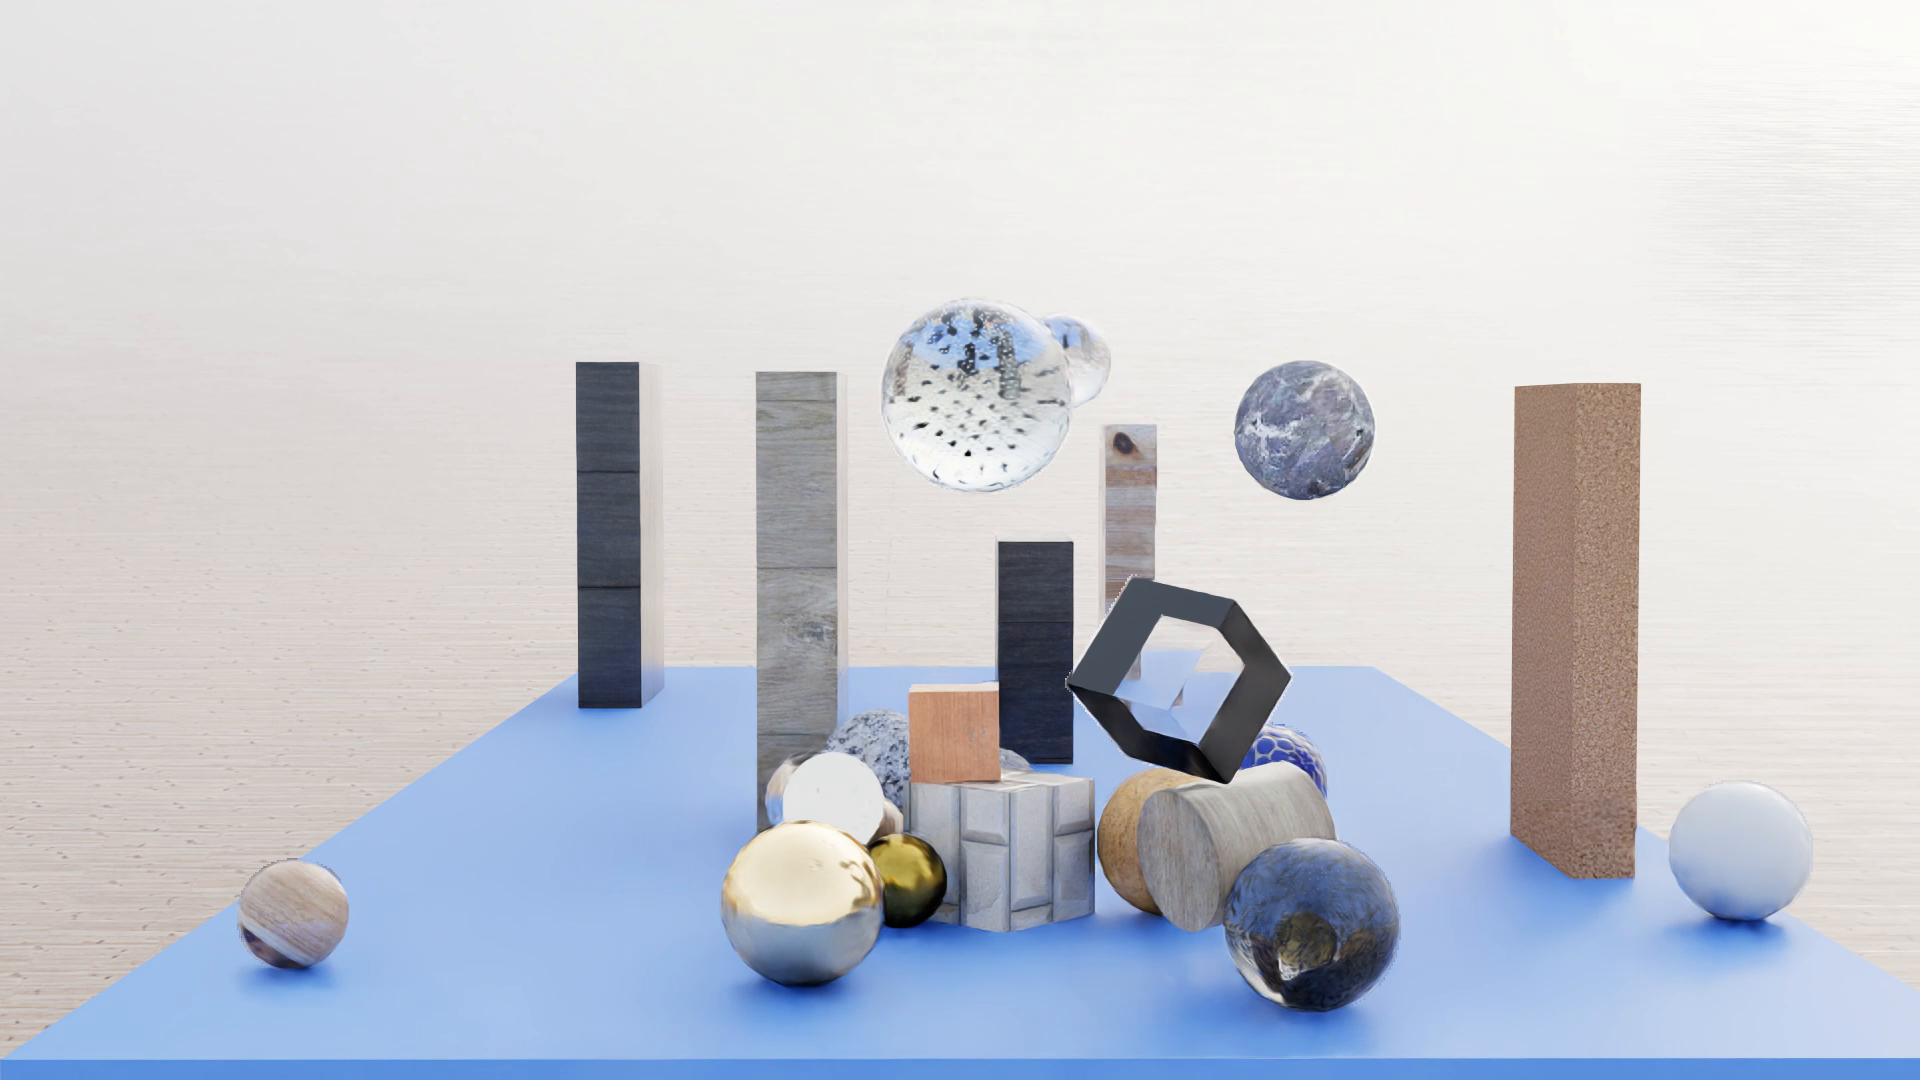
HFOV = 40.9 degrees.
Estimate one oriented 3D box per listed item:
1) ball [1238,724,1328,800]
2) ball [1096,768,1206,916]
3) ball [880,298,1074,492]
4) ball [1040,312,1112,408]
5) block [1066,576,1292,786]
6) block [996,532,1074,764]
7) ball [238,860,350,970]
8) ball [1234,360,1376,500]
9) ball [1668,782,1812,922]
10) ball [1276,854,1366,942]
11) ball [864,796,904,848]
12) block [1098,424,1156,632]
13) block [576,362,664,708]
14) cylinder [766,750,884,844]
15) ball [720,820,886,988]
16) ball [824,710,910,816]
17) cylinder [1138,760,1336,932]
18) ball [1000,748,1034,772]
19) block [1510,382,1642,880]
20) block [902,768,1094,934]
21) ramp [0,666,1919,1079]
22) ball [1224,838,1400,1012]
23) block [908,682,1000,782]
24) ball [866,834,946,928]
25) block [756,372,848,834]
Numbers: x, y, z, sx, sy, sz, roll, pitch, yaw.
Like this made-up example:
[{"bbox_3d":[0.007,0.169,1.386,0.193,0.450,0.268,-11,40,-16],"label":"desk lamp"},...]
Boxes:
[{"bbox_3d":[0.458,0.362,3.815,0.175,0.175,0.175,0,22,0],"label":"ball"},{"bbox_3d":[0.267,0.382,3.257,0.189,0.189,0.189,0,22,0],"label":"ball"},{"bbox_3d":[0.017,-0.143,2.551,0.193,0.193,0.193,0,22,0],"label":"ball"},{"bbox_3d":[0.121,-0.209,3.004,0.113,0.113,0.113,0,22,0],"label":"ball"},{"bbox_3d":[0.248,0.158,2.902,0.151,0.151,0.151,13,62,44],"label":"block"},{"bbox_3d":[0.138,0.197,4.863,0.137,0.407,0.375,0,3,0],"label":"block"},{"bbox_3d":[-0.764,0.430,2.952,0.123,0.123,0.123,0,22,0],"label":"ball"},{"bbox_3d":[0.377,-0.121,2.817,0.154,0.154,0.154,0,22,0],"label":"ball"},{"bbox_3d":[0.978,0.391,3.228,0.174,0.174,0.174,0,22,0],"label":"ball"},{"bbox_3d":[0.434,0.429,3.099,0.111,0.111,0.111,0,22,0],"label":"ball"},{"bbox_3d":[-0.137,0.400,3.426,0.138,0.138,0.138,0,22,0],"label":"ball"},{"bbox_3d":[0.381,0.043,5.884,0.113,0.616,0.278,0,3,0],"label":"block"},{"bbox_3d":[-0.762,-0.020,5.796,0.138,0.753,0.439,0,3,0],"label":"block"},{"bbox_3d":[-0.171,0.328,3.224,0.127,0.127,0.127,-6,-2,-14],"label":"cylinder"},{"bbox_3d":[-0.174,0.404,2.860,0.184,0.184,0.184,0,22,0],"label":"ball"},{"bbox_3d":[-0.118,0.341,3.800,0.180,0.180,0.180,0,22,0],"label":"ball"},{"bbox_3d":[0.314,0.347,2.922,0.162,0.162,0.162,-10,24,-29],"label":"cylinder"},{"bbox_3d":[0.058,0.382,3.965,0.122,0.122,0.122,0,22,0],"label":"ball"},{"bbox_3d":[0.879,0.116,3.695,0.089,0.678,0.385,0,3,0],"label":"block"},{"bbox_3d":[0.049,0.390,3.268,0.172,0.172,0.172,2,4,42],"label":"block"},{"bbox_3d":[0.051,0.466,4.534,2.000,0.100,4.000,0,3,0],"label":"ramp"},{"bbox_3d":[0.374,0.409,2.737,0.185,0.185,0.185,0,22,0],"label":"ball"},{"bbox_3d":[-0.006,0.245,3.288,0.113,0.113,0.113,-1,2,1],"label":"block"},{"bbox_3d":[-0.074,0.422,3.185,0.116,0.116,0.116,0,22,0],"label":"ball"},{"bbox_3d":[-0.244,0.089,4.042,0.121,0.700,0.381,0,3,0],"label":"block"}]
